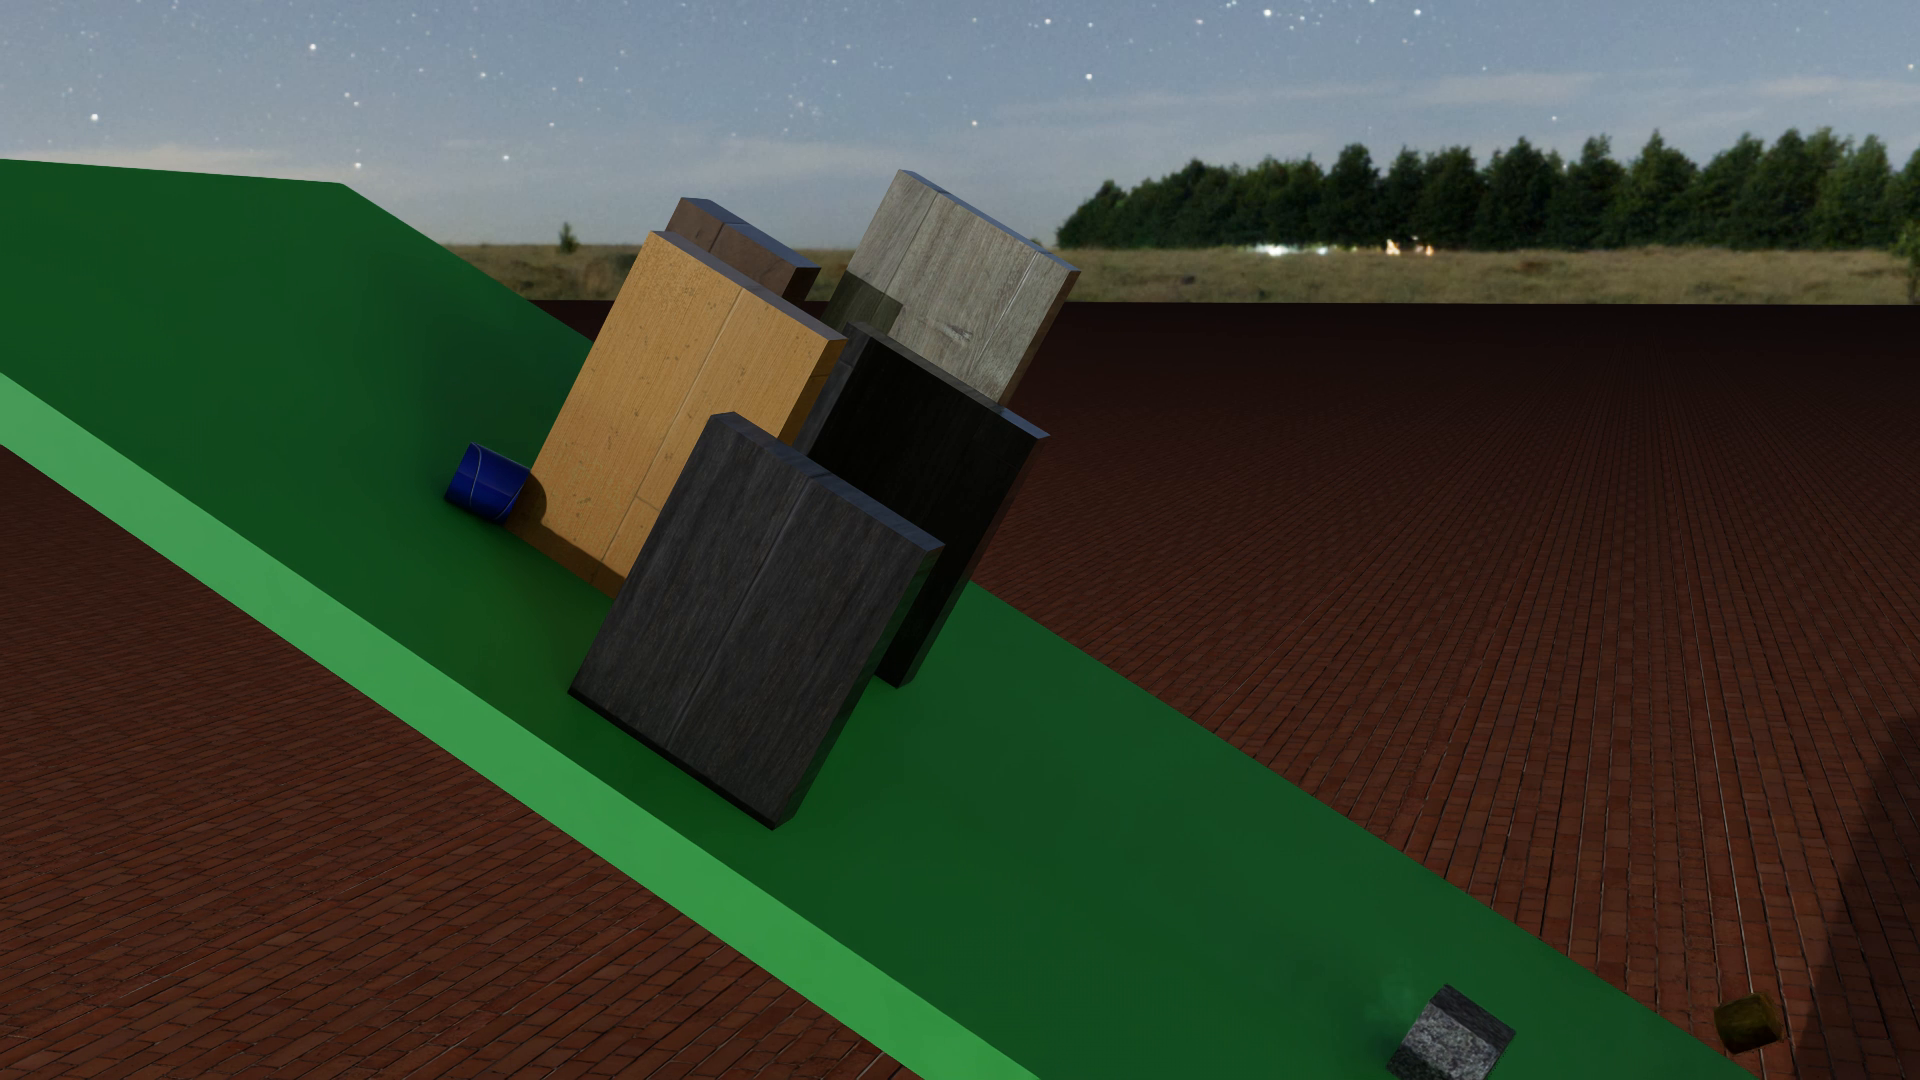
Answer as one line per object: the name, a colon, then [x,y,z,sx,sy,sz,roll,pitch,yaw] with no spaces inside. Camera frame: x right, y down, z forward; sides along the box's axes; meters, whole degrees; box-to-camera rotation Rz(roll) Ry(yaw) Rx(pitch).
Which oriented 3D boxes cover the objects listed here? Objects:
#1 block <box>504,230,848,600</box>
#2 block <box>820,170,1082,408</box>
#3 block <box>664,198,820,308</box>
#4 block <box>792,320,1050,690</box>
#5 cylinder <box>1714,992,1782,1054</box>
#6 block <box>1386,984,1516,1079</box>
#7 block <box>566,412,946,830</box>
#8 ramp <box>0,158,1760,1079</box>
block: [-0.501,-0.184,3.833,0.371,0.596,0.098,32,15,11]
block: [-0.121,-0.341,4.716,0.429,0.783,0.097,32,15,11]
block: [-0.559,-0.420,4.662,0.293,0.528,0.145,32,15,11]
block: [-0.152,-0.068,4.187,0.427,0.554,0.092,32,15,11]
cylinder: [1.753,1.075,4.891,0.109,0.109,0.109,-28,-7,28]
block: [0.831,0.863,3.721,0.141,0.141,0.141,34,15,19]
block: [-0.314,0.122,3.339,0.389,0.500,0.089,32,15,11]
ramp: [-0.190,0.314,4.131,4.000,0.100,2.000,32,15,11]
